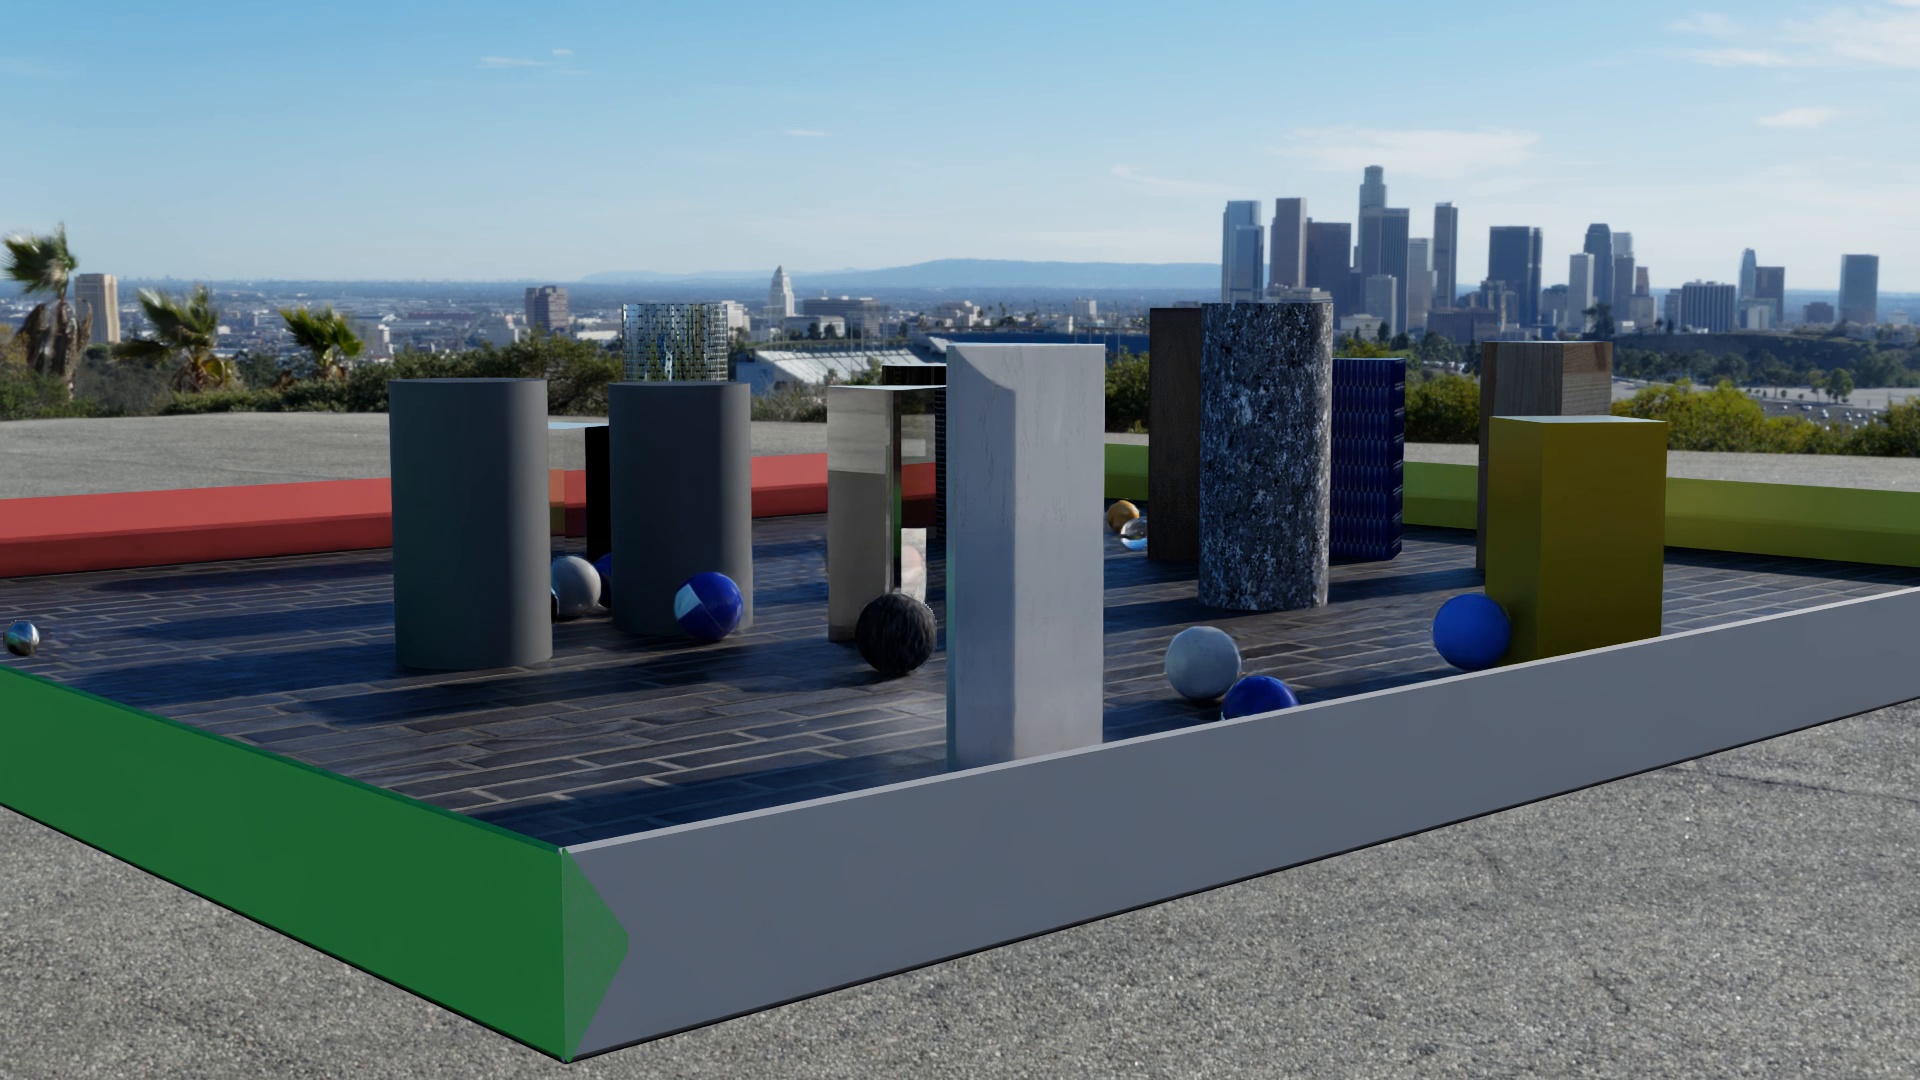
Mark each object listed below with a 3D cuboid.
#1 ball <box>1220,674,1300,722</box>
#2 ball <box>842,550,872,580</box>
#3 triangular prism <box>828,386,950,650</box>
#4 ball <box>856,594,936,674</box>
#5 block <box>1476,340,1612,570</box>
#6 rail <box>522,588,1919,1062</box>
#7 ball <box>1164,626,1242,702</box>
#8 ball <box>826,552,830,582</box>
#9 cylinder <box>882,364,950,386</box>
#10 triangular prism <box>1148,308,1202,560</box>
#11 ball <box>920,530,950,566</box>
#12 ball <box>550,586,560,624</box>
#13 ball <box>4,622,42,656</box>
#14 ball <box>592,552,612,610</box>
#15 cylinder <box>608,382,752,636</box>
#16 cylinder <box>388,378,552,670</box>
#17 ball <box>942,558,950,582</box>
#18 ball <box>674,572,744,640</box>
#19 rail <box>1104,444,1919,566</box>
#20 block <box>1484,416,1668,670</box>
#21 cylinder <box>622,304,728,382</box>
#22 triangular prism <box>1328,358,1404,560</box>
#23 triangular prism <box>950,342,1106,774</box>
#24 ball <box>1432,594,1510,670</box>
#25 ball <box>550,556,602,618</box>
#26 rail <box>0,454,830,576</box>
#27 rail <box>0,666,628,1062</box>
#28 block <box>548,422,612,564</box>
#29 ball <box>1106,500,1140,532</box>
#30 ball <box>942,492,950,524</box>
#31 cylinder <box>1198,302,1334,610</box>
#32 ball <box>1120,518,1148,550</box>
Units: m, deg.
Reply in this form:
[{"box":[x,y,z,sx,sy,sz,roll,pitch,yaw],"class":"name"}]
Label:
[{"box":[0.292,0.170,2.141,0.077,0.077,0.077,0,6,0],"class":"ball"},{"box":[-0.169,0.042,3.635,0.049,0.049,0.049,0,6,0],"class":"ball"},{"box":[-0.065,-0.030,2.904,0.148,0.345,0.171,-4,7,-34],"class":"triangular prism"},{"box":[-0.079,0.115,2.703,0.099,0.099,0.099,0,6,0],"class":"ball"},{"box":[1.003,-0.144,3.776,0.158,0.391,0.158,-6,8,-44],"class":"block"},{"box":[0.897,0.134,2.365,3.120,0.128,0.045,-5,8,-42],"class":"rail"},{"box":[0.277,0.141,2.512,0.087,0.087,0.087,0,6,0],"class":"ball"},{"box":[-0.162,0.043,3.420,0.094,0.094,0.094,0,6,0],"class":"ball"},{"box":[-0.054,-0.172,4.294,0.198,0.340,0.198,0,6,0],"class":"cylinder"},{"box":[0.432,-0.195,3.985,0.171,0.449,0.148,1,6,8],"class":"triangular prism"},{"box":[-0.040,0.014,3.839,0.063,0.063,0.063,0,6,0],"class":"ball"},{"box":[-0.592,0.091,3.037,0.077,0.077,0.077,0,6,0],"class":"ball"},{"box":[-1.211,0.128,2.841,0.044,0.044,0.044,0,6,0],"class":"ball"},{"box":[-0.509,0.061,3.273,0.088,0.088,0.088,0,6,0],"class":"ball"},{"box":[-0.393,-0.049,3.103,0.198,0.343,0.198,0,6,0],"class":"cylinder"},{"box":[-0.625,-0.026,2.814,0.198,0.356,0.198,0,6,0],"class":"cylinder"},{"box":[-0.009,0.050,3.604,0.042,0.042,0.042,0,6,0],"class":"ball"},{"box":[-0.340,0.089,2.976,0.094,0.094,0.094,0,6,0],"class":"ball"},{"box":[1.129,-0.075,4.368,0.045,0.128,2.692,-5,8,-42],"class":"rail"},{"box":[0.754,0.007,2.705,0.158,0.312,0.158,-1,6,-10],"class":"block"},{"box":[-0.536,-0.216,4.152,0.198,0.457,0.198,0,6,0],"class":"cylinder"},{"box":[0.764,-0.153,4.029,0.148,0.357,0.171,-5,8,-42],"class":"triangular prism"},{"box":[0.032,0.011,2.194,0.171,0.412,0.148,-3,7,-27],"class":"triangular prism"},{"box":[0.628,0.113,2.702,0.094,0.094,0.094,0,6,0],"class":"ball"},{"box":[-0.566,0.069,3.198,0.088,0.088,0.088,0,6,0],"class":"ball"},{"box":[-0.897,-0.067,4.298,3.120,0.128,0.045,-5,8,-42],"class":"rail"},{"box":[-1.129,0.142,2.296,0.045,0.128,2.692,-5,8,-42],"class":"rail"},{"box":[-0.629,-0.044,3.408,0.158,0.268,0.158,3,7,26],"class":"block"},{"box":[0.327,-0.047,4.416,0.065,0.065,0.065,0,6,0],"class":"ball"},{"box":[0.010,-0.065,4.455,0.093,0.093,0.093,0,6,0],"class":"ball"},{"box":[0.464,-0.132,3.349,0.198,0.455,0.198,0,6,0],"class":"cylinder"},{"box":[0.328,-0.010,4.085,0.061,0.061,0.061,0,6,0],"class":"ball"}]
